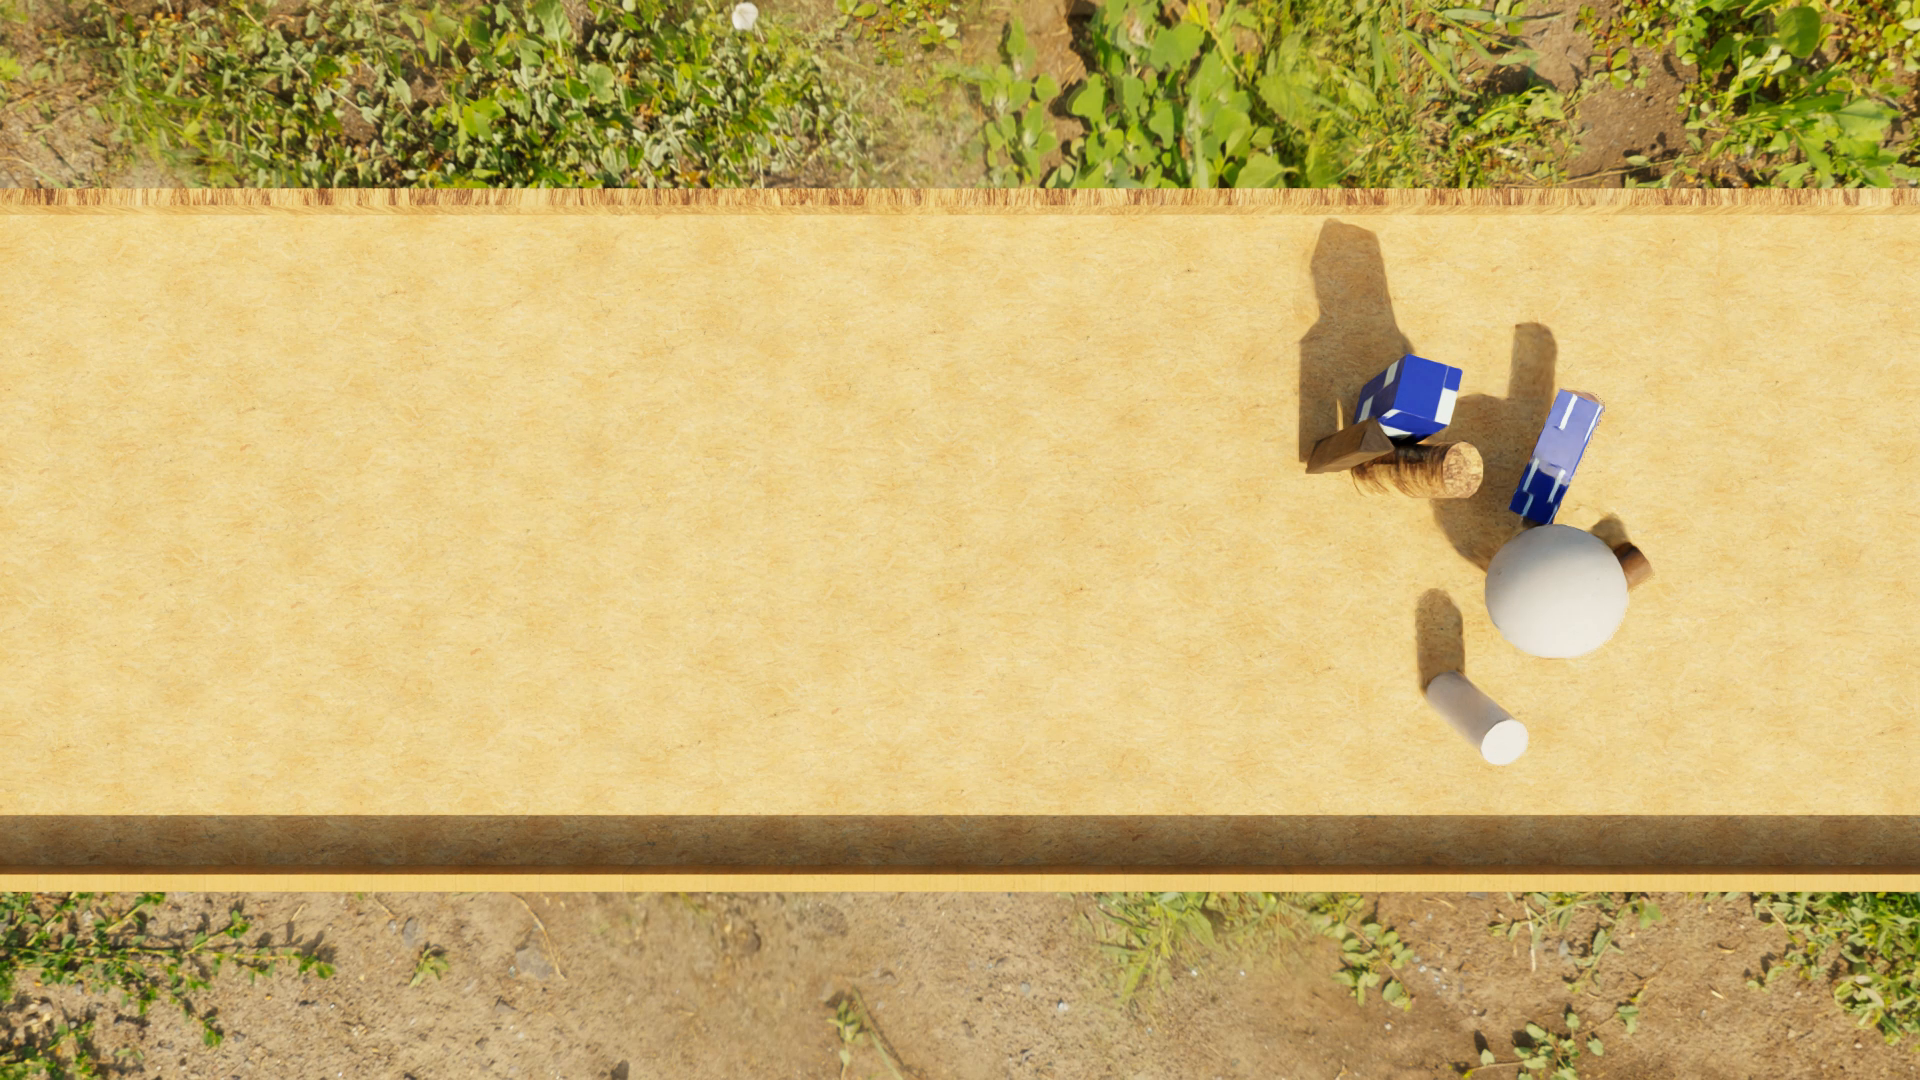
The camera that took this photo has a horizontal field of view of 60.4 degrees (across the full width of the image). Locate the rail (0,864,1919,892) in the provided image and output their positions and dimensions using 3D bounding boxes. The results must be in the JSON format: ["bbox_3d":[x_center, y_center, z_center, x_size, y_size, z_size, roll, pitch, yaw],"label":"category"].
[{"bbox_3d":[-2.247,1.025,5.001,12.000,0.150,0.050,0,90,0],"label":"rail"}]

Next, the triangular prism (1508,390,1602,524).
[{"bbox_3d":[1.798,-0.241,4.925,0.132,0.114,0.395,3,115,-30],"label":"triangular prism"}]

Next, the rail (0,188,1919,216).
[{"bbox_3d":[-2.247,-1.025,5.002,12.000,0.150,0.050,0,90,0],"label":"rail"}]

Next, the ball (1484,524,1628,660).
[{"bbox_3d":[1.718,0.149,4.766,0.390,0.390,0.390,0,90,0],"label":"ball"}]

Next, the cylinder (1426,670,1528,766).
[{"bbox_3d":[1.529,0.525,4.896,0.145,0.332,0.145,-5,112,-12],"label":"cylinder"}]

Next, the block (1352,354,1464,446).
[{"bbox_3d":[1.301,-0.395,4.838,0.164,0.460,0.164,16,83,0],"label":"block"}]

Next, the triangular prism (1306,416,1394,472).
[{"bbox_3d":[1.150,-0.282,4.907,0.116,0.323,0.100,-3,82,-17],"label":"triangular prism"}]

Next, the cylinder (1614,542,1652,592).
[{"bbox_3d":[1.934,0.147,5.015,0.314,0.124,0.124,-35,90,0],"label":"cylinder"}]

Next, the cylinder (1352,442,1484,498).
[{"bbox_3d":[1.347,-0.203,4.876,0.160,0.371,0.160,-1,91,-29],"label":"cylinder"}]
